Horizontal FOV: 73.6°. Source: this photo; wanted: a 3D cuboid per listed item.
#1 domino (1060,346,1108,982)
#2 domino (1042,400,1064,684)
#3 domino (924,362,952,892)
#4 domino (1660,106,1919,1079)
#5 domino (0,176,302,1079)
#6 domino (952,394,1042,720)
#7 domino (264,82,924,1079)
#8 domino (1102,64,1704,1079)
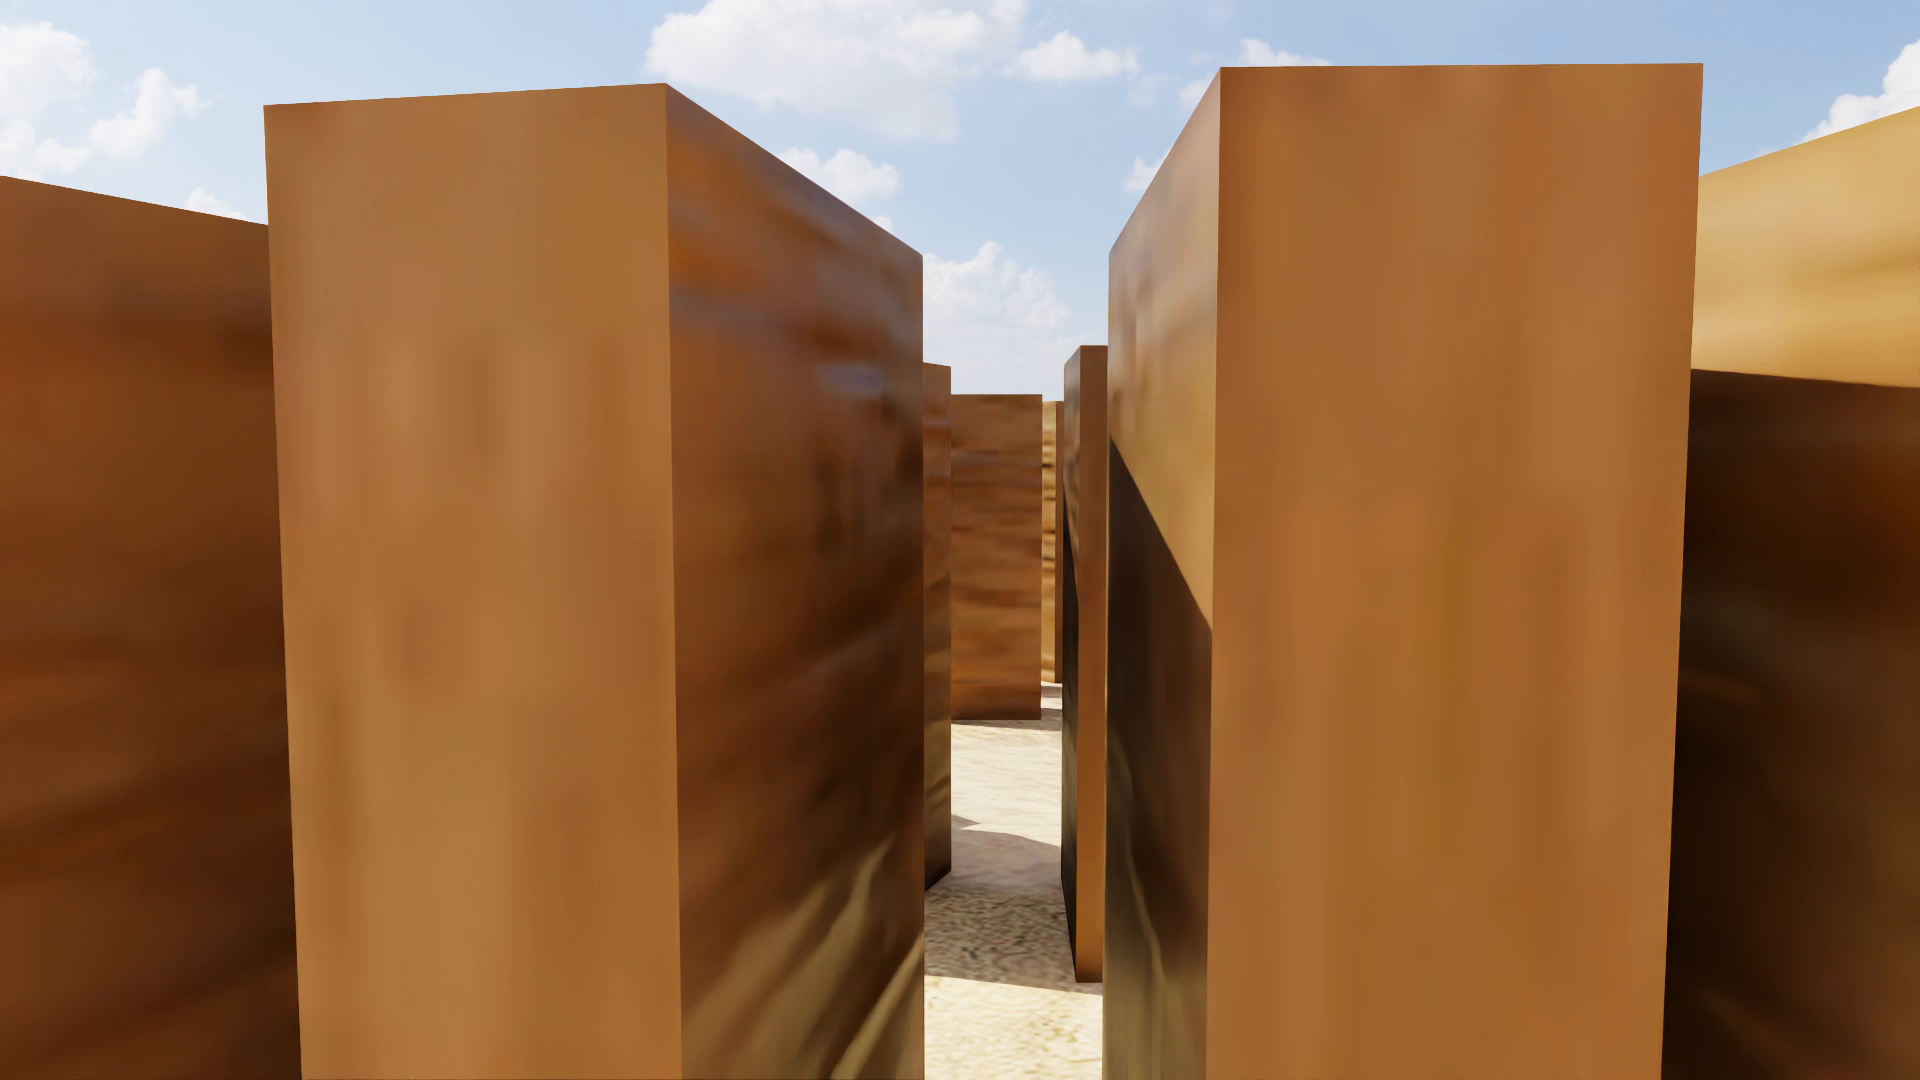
[{"bbox_3d":[0.014,0.009,0.112,0.009,0.050,0.025,0,4,2],"label":"domino"},{"bbox_3d":[0.013,0.000,0.239,0.009,0.050,0.025,-3,6,-39],"label":"domino"},{"bbox_3d":[-0.010,0.009,0.116,0.009,0.050,0.025,2,5,22],"label":"domino"},{"bbox_3d":[0.025,0.015,0.040,0.010,0.050,0.025,0,4,-4],"label":"domino"},{"bbox_3d":[-0.028,0.014,0.047,0.009,0.050,0.025,2,5,20],"label":"domino"},{"bbox_3d":[0.000,0.002,0.201,0.025,0.050,0.010,0,4,0],"label":"domino"},{"bbox_3d":[-0.008,0.014,0.042,0.009,0.050,0.025,1,4,11],"label":"domino"},{"bbox_3d":[0.010,0.015,0.040,0.009,0.050,0.025,0,4,1],"label":"domino"}]
